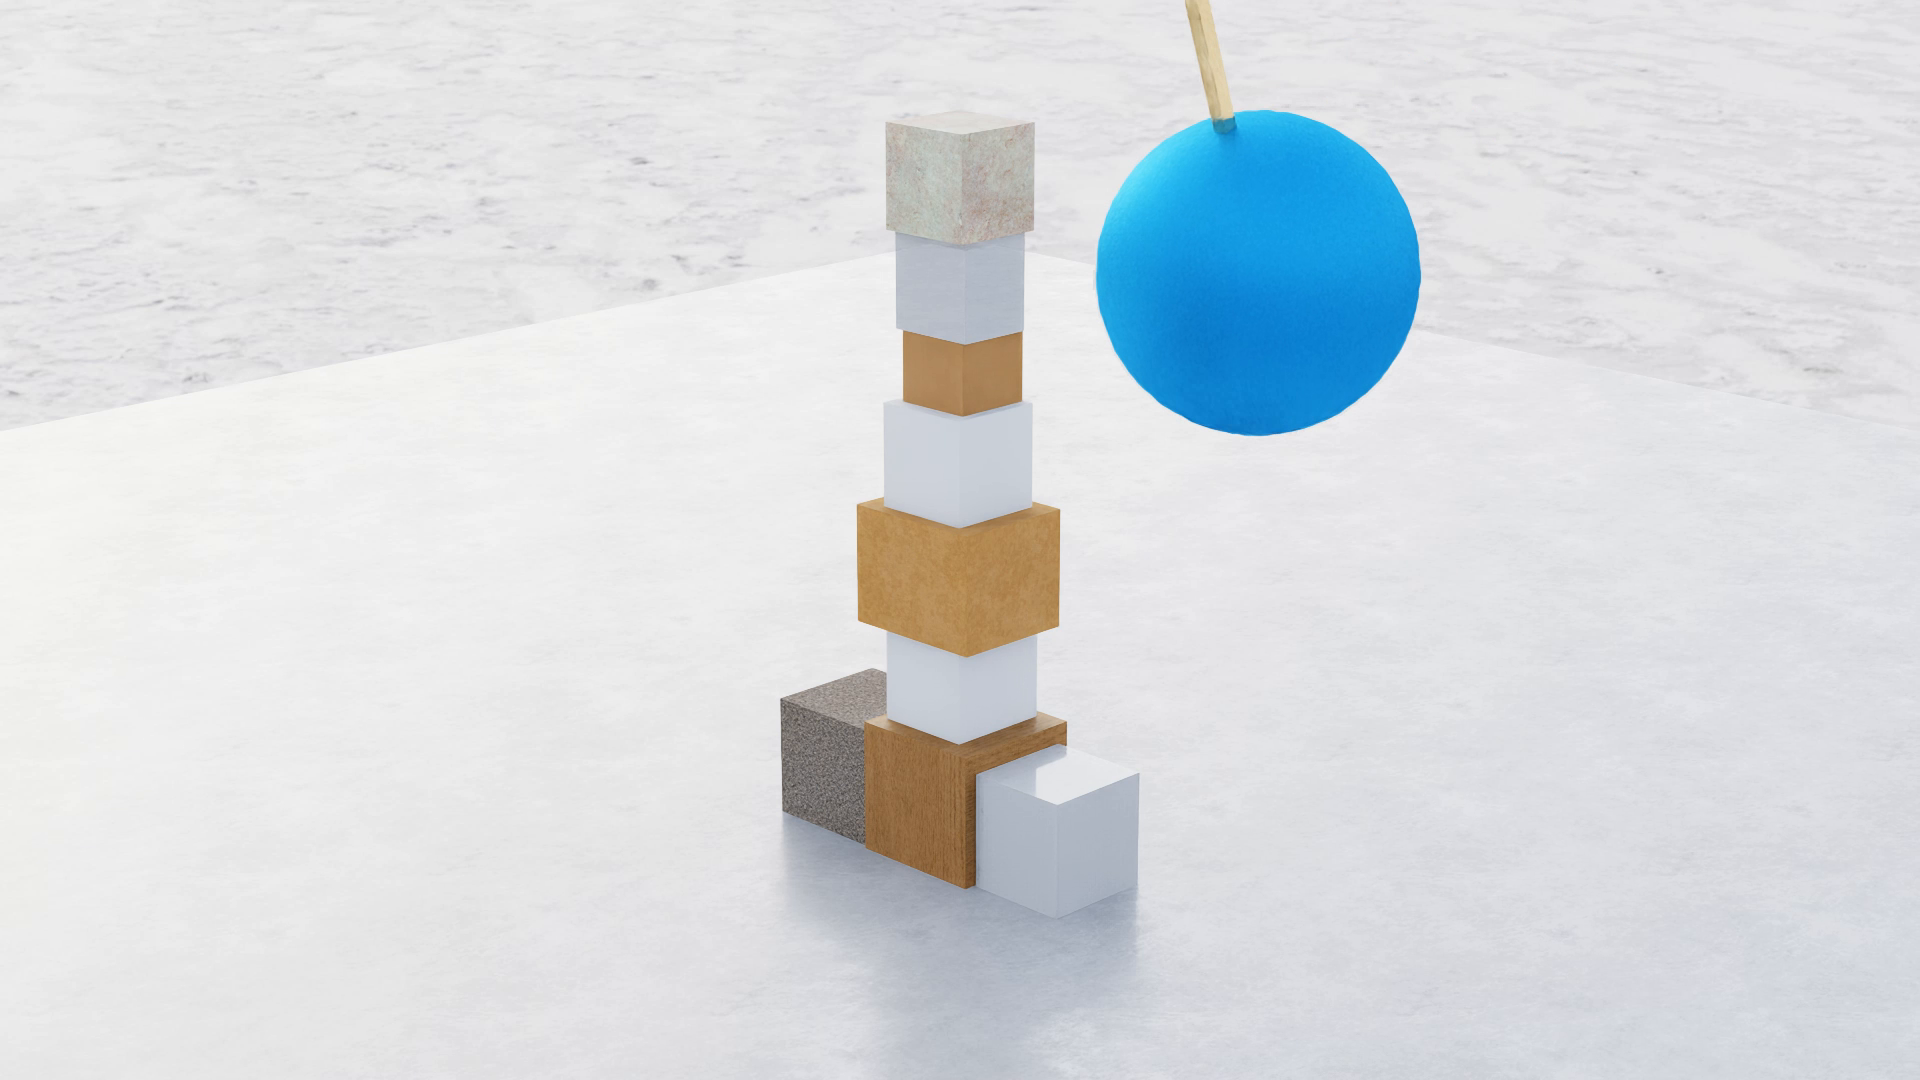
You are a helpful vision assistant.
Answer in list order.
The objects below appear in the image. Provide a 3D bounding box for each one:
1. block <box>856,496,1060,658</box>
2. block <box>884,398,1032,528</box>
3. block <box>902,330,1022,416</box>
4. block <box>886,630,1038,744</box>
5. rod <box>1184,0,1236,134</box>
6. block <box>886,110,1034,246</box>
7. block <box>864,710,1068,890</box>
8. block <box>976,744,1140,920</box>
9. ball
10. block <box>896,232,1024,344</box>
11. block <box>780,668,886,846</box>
[{"bbox_3d":[-0.008,0.116,13.370,0.601,0.561,0.707,-17,24,-42],"label":"block"},{"bbox_3d":[-0.009,-0.383,13.212,0.466,0.487,0.483,-17,24,-42],"label":"block"},{"bbox_3d":[0.012,-0.781,13.109,0.381,0.333,0.378,-17,24,-42],"label":"block"},{"bbox_3d":[0.009,0.601,13.540,0.511,0.465,0.472,-17,24,-42],"label":"block"},{"bbox_3d":[0.636,-4.107,12.717,0.080,5.200,0.080,17,44,42],"label":"rod"},{"bbox_3d":[0.000,-1.593,12.841,0.451,0.478,0.471,-17,24,-42],"label":"block"},{"bbox_3d":[0.027,1.141,13.655,0.667,0.635,0.661,-17,24,-42],"label":"block"},{"bbox_3d":[0.441,1.310,13.265,0.541,0.547,0.502,-17,24,-42],"label":"block"},{"bbox_3d":[1.467,-1.313,14.467,1.600,1.600,1.600,0,17,0],"label":"ball"},{"bbox_3d":[0.000,-1.150,12.980,0.372,0.449,0.436,-17,24,-42],"label":"block"},{"bbox_3d":[-0.432,1.032,14.090,0.607,0.581,0.601,-17,24,-42],"label":"block"}]
